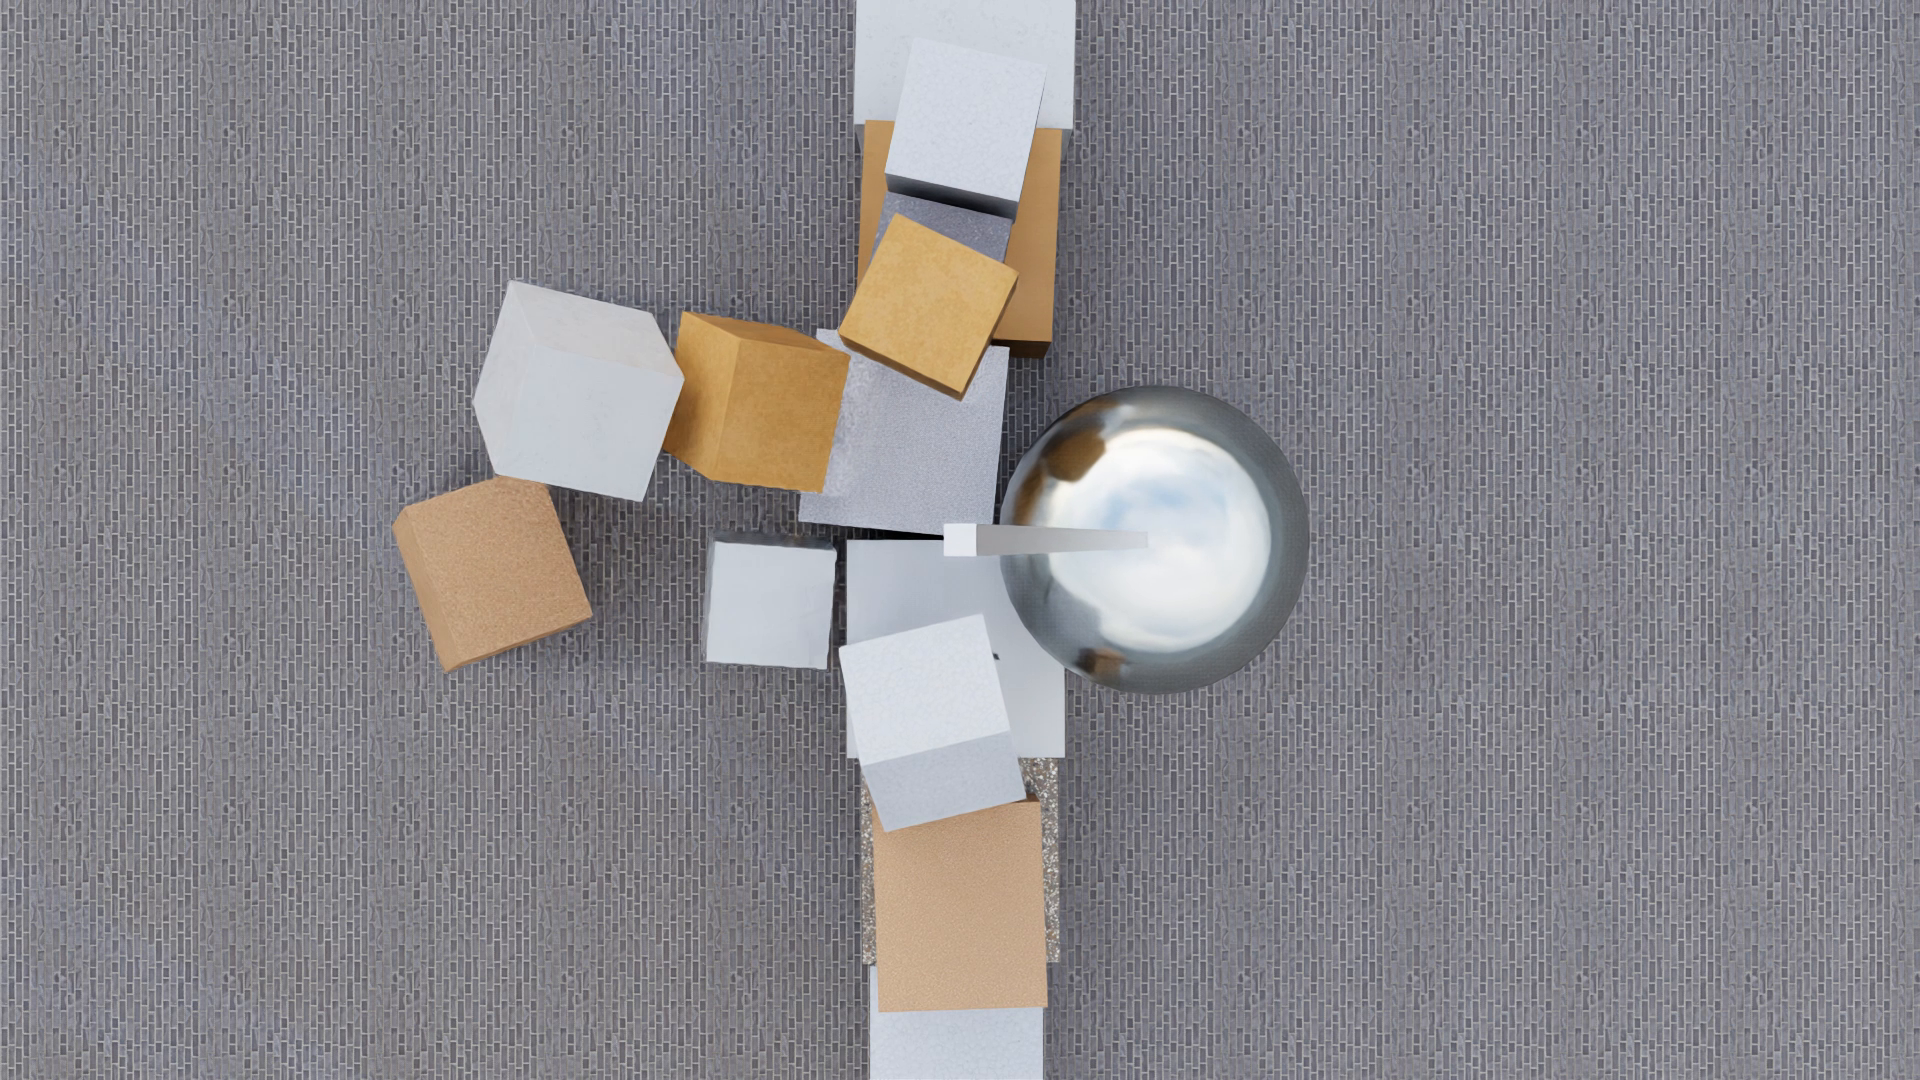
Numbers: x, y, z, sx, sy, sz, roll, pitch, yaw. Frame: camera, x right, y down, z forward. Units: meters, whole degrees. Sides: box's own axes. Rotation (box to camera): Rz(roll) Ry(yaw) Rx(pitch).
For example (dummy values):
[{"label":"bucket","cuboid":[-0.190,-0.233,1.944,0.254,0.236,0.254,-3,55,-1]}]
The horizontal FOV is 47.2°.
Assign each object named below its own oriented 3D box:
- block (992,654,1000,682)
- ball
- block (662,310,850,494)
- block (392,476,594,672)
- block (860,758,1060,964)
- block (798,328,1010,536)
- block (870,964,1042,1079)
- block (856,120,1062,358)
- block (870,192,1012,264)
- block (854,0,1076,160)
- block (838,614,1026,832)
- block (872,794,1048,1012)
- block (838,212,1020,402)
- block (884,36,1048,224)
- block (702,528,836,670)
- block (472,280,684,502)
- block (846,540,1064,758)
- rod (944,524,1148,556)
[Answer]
[{"label":"block","cuboid":[-0.091,0.991,11.666,0.618,0.660,0.727,-2,90,0]},{"label":"ball","cuboid":[0.993,0.000,11.319,1.600,1.600,1.600,0,90,0]},{"label":"block","cuboid":[-1.111,-0.742,11.752,0.643,0.779,0.749,6,103,-31]},{"label":"block","cuboid":[-2.662,0.170,12.476,0.765,0.836,0.900,-20,90,-20]},{"label":"block","cuboid":[0.001,1.752,12.502,1.073,0.996,1.117,-1,90,0]},{"label":"block","cuboid":[-0.303,-0.572,12.448,1.047,1.105,1.047,6,90,0]},{"label":"block","cuboid":[-0.019,2.874,12.472,0.937,1.056,1.118,0,90,0]},{"label":"block","cuboid":[-0.009,-1.671,12.436,1.063,1.128,1.147,3,90,0]},{"label":"block","cuboid":[-0.126,-1.387,11.531,0.661,0.683,0.647,13,90,0]},{"label":"block","cuboid":[0.032,-2.855,12.501,1.195,0.998,1.194,1,90,0]},{"label":"block","cuboid":[-0.132,0.906,10.852,0.728,0.709,0.675,-13,55,0]},{"label":"block","cuboid":[-0.001,1.879,11.528,0.852,0.886,1.025,-2,86,0]},{"label":"block","cuboid":[-0.150,-1.131,10.840,0.658,0.698,0.640,26,90,0]},{"label":"block","cuboid":[0.032,-2.116,11.463,0.690,0.817,0.700,12,90,0]},{"label":"block","cuboid":[-1.043,0.314,11.939,0.643,0.573,0.640,4,97,-9]},{"label":"block","cuboid":[-2.030,-0.789,11.627,0.795,0.858,0.734,11,114,-26]},{"label":"block","cuboid":[-0.024,0.594,12.498,1.186,1.004,1.188,0,90,0]},{"label":"rod","cuboid":[0.430,0.000,7.966,0.080,5.200,0.080,0,90,10]}]
